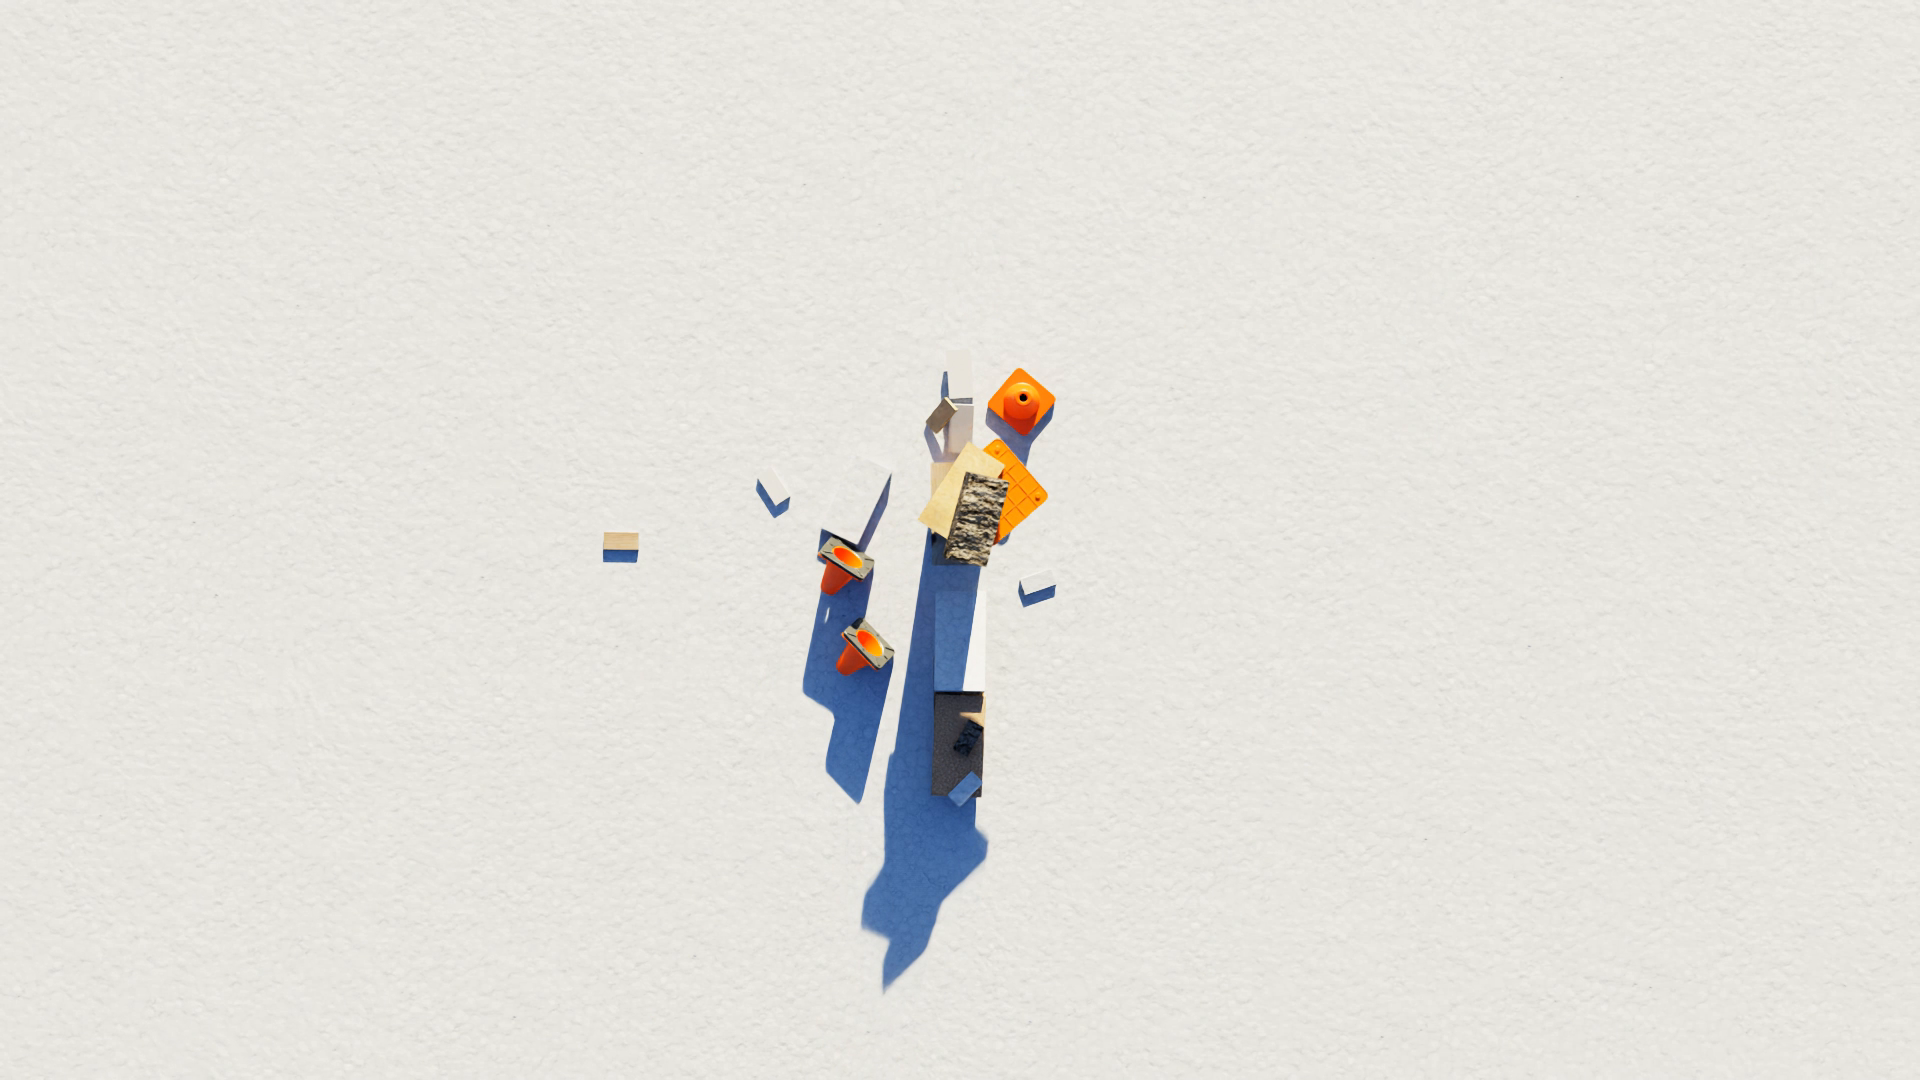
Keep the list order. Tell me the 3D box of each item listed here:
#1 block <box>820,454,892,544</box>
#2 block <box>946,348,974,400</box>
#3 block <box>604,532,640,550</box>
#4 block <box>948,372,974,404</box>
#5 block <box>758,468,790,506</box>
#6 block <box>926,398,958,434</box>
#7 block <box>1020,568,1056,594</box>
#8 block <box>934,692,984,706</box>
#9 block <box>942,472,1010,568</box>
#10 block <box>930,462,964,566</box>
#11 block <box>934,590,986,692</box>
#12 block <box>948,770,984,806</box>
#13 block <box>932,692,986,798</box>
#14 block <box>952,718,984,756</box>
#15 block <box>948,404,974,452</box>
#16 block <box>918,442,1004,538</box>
[{"bbox_3d":[-0.344,-0.136,5.481,0.136,0.039,0.272,25,90,0],"label":"block"},{"bbox_3d":[0.000,-0.550,5.466,0.080,0.023,0.160,-4,90,0],"label":"block"},{"bbox_3d":[-1.127,0.002,5.492,0.114,0.016,0.057,1,90,0],"label":"block"},{"bbox_3d":[0.003,-0.481,5.489,0.080,0.023,0.160,1,90,0],"label":"block"},{"bbox_3d":[-0.620,-0.178,5.492,0.057,0.016,0.114,-33,90,0],"label":"block"},{"bbox_3d":[-0.062,-0.411,5.459,0.057,0.016,0.114,49,120,14],"label":"block"},{"bbox_3d":[0.260,0.139,5.492,0.111,0.016,0.055,-19,90,0],"label":"block"},{"bbox_3d":[-0.004,0.549,5.476,0.166,0.047,0.332,0,90,0],"label":"block"},{"bbox_3d":[0.049,-0.063,5.036,0.136,0.039,0.272,12,98,-25],"label":"block"},{"bbox_3d":[-0.010,-0.082,5.157,0.160,0.045,0.320,-1,90,0],"label":"block"},{"bbox_3d":[0.001,0.335,5.440,0.166,0.047,0.332,1,77,0],"label":"block"},{"bbox_3d":[0.018,0.814,5.398,0.111,0.016,0.055,-45,90,0],"label":"block"},{"bbox_3d":[-0.005,0.675,5.429,0.166,0.047,0.332,3,90,0],"label":"block"},{"bbox_3d":[0.027,0.648,5.398,0.055,0.016,0.111,29,90,0],"label":"block"},{"bbox_3d":[0.003,-0.371,5.472,0.080,0.023,0.160,2,102,0],"label":"block"},{"bbox_3d":[0.004,-0.146,5.067,0.136,0.039,0.286,33,89,-3],"label":"block"}]
